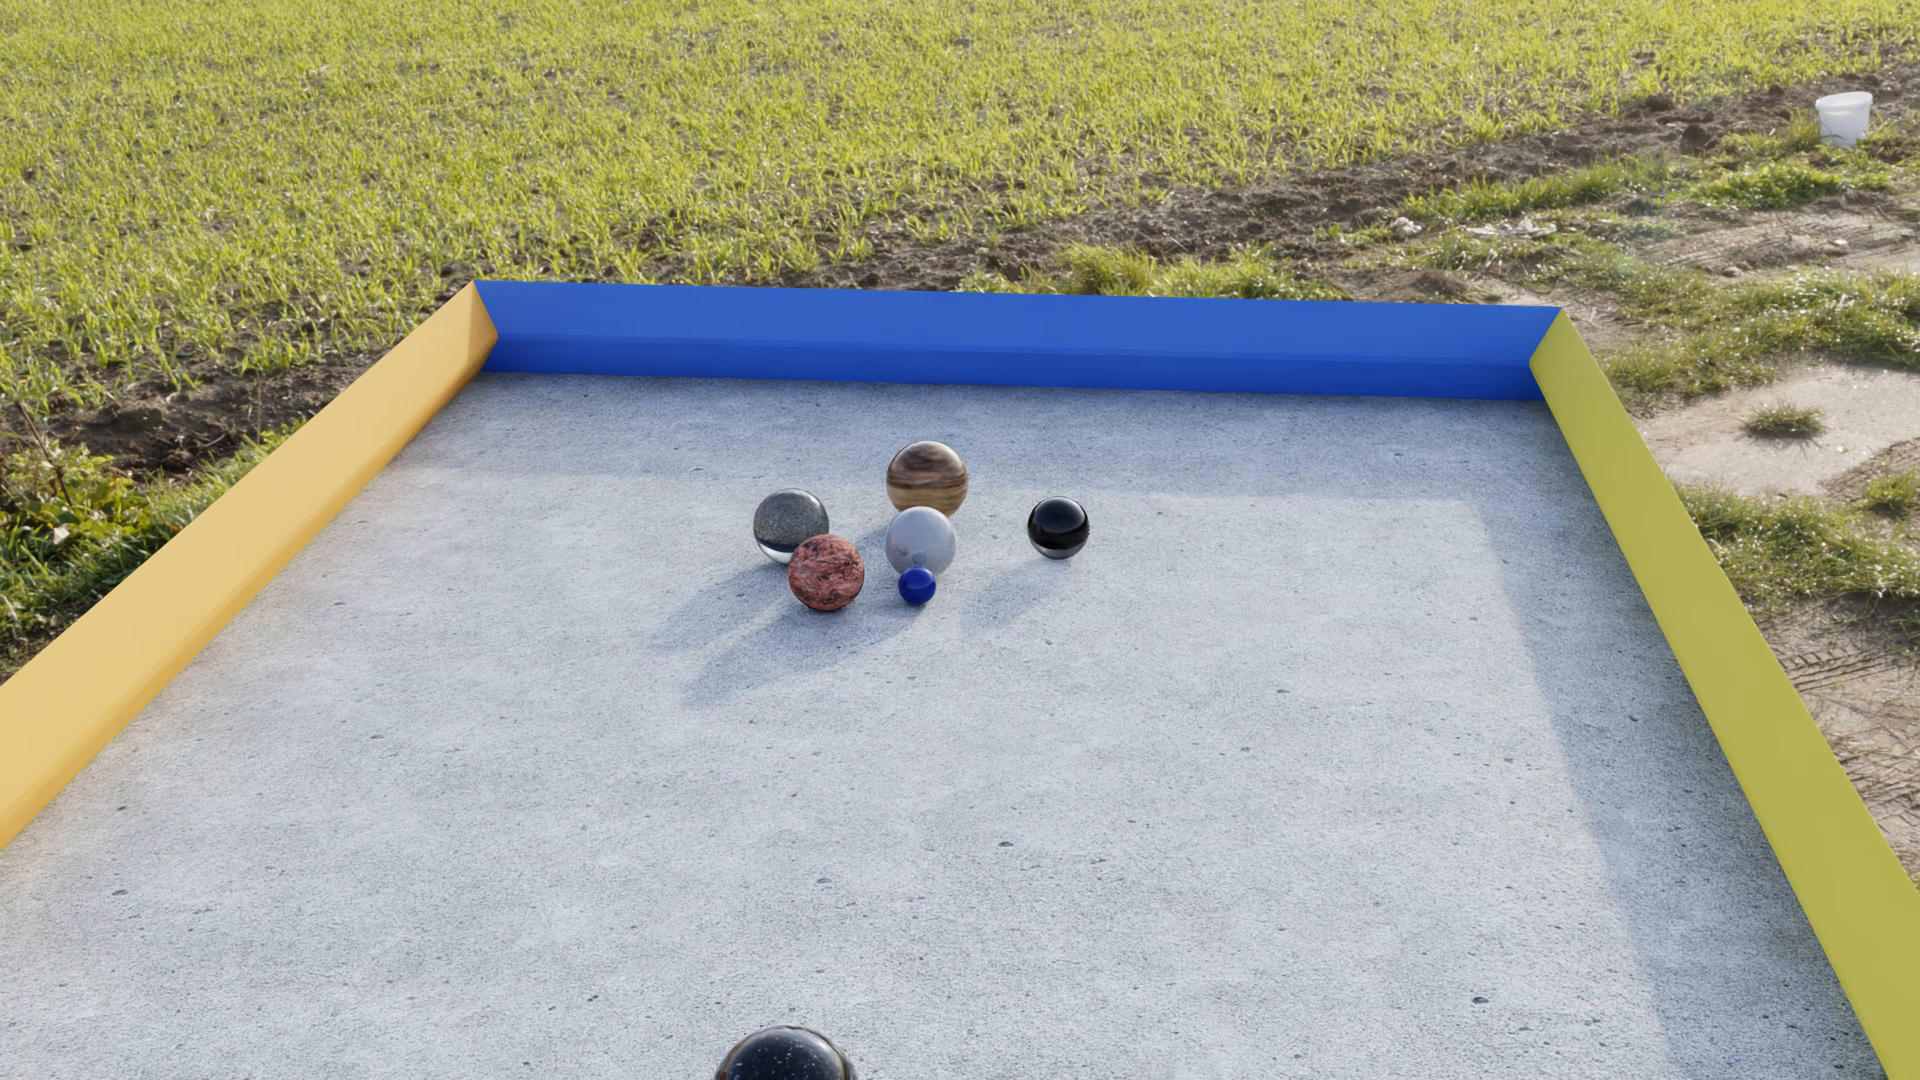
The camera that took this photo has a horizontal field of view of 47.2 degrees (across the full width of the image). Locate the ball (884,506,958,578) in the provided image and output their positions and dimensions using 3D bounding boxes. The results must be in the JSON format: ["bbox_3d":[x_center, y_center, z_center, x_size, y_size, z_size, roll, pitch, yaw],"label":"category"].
[{"bbox_3d":[-0.042,0.003,2.338,0.079,0.079,0.079,0,22,0],"label":"ball"}]

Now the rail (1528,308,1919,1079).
[{"bbox_3d":[0.644,0.243,1.662,0.045,0.128,2.679,2,22,5],"label":"rail"}]

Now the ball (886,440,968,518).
[{"bbox_3d":[-0.037,-0.066,2.493,0.094,0.094,0.094,0,22,0],"label":"ball"}]

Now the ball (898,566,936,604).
[{"bbox_3d":[-0.044,0.047,2.280,0.040,0.040,0.040,0,22,0],"label":"ball"}]

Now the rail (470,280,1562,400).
[{"bbox_3d":[0.059,-0.262,2.941,1.464,0.128,0.045,2,22,5],"label":"rail"}]

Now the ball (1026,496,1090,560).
[{"bbox_3d":[0.107,-0.013,2.394,0.069,0.069,0.069,0,22,0],"label":"ball"}]

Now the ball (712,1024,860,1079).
[{"bbox_3d":[-0.112,0.360,1.407,0.098,0.098,0.098,0,22,0],"label":"ball"}]

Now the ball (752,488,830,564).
[{"bbox_3d":[-0.182,-0.015,2.379,0.083,0.083,0.083,0,22,0],"label":"ball"}]

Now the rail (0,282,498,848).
[{"bbox_3d":[-0.767,0.195,1.783,0.045,0.128,2.679,2,22,5],"label":"rail"}]

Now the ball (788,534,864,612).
[{"bbox_3d":[-0.138,0.034,2.261,0.079,0.079,0.079,0,22,0],"label":"ball"}]
